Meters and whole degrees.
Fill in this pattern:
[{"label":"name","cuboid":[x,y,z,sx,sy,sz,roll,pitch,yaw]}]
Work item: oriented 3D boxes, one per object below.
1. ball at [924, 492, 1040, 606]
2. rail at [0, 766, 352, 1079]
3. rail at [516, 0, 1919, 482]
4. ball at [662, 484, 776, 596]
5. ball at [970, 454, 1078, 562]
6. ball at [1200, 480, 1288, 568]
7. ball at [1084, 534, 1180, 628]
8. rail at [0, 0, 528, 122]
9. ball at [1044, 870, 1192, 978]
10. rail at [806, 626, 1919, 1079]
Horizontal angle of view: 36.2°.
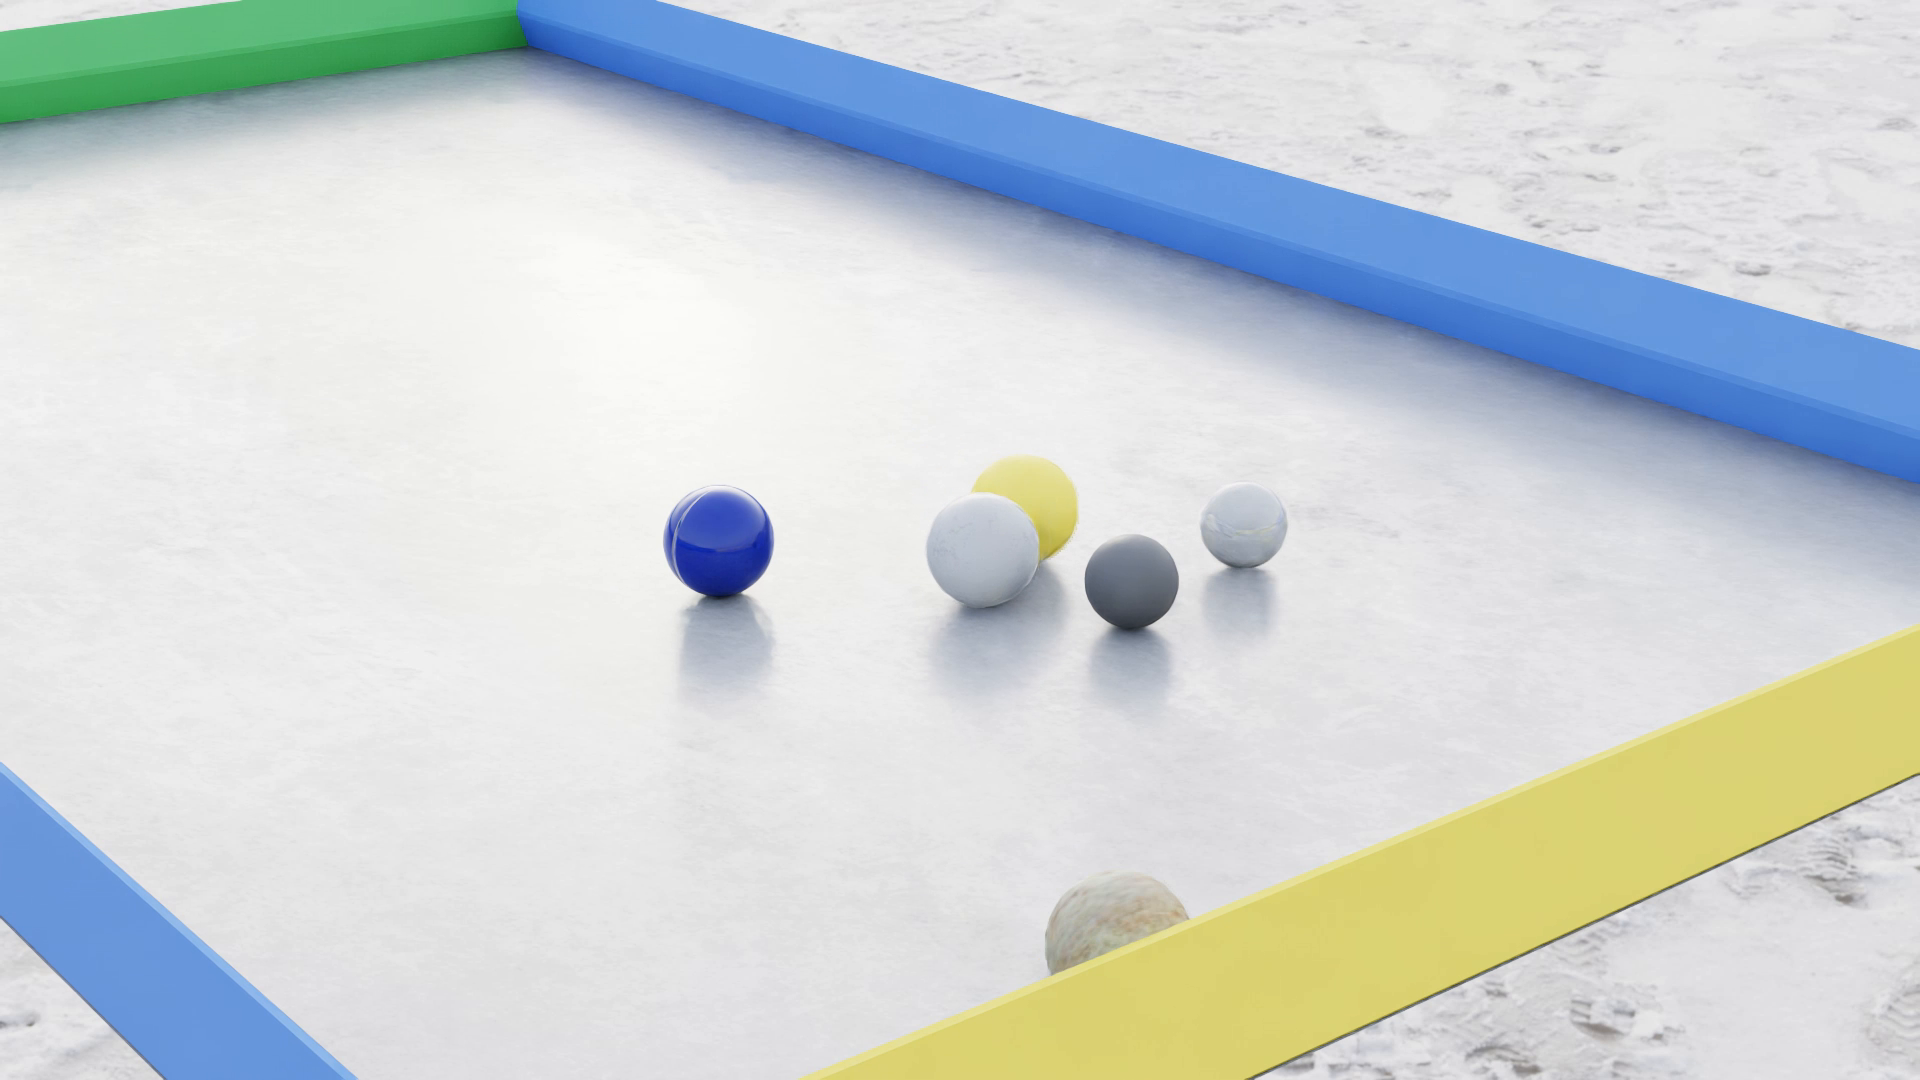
[{"label":"ball","cuboid":[0.019,0.008,2.495,0.098,0.098,0.098,0,21,0]},{"label":"rail","cuboid":[-1.125,-0.035,2.562,0.045,0.127,2.940,-16,26,-35]},{"label":"rail","cuboid":[0.212,-0.420,3.549,0.045,0.127,2.940,-16,26,-35]},{"label":"ball","cuboid":[-0.206,0.001,2.515,0.096,0.096,0.096,0,21,0]},{"label":"ball","cuboid":[0.055,-0.027,2.586,0.097,0.097,0.097,0,21,0]},{"label":"ball","cuboid":[0.249,-0.014,2.577,0.078,0.078,0.078,0,21,0]},{"label":"ball","cuboid":[0.143,0.034,2.452,0.079,0.079,0.079,0,21,0]},{"label":"rail","cuboid":[-1.354,-0.640,4.111,1.752,0.127,0.045,-16,26,-35]},{"label":"ball","cuboid":[0.101,0.256,1.861,0.095,0.095,0.095,0,21,0]},{"label":"rail","cuboid":[0.442,0.184,1.999,1.752,0.127,0.045,-16,26,-35]}]
